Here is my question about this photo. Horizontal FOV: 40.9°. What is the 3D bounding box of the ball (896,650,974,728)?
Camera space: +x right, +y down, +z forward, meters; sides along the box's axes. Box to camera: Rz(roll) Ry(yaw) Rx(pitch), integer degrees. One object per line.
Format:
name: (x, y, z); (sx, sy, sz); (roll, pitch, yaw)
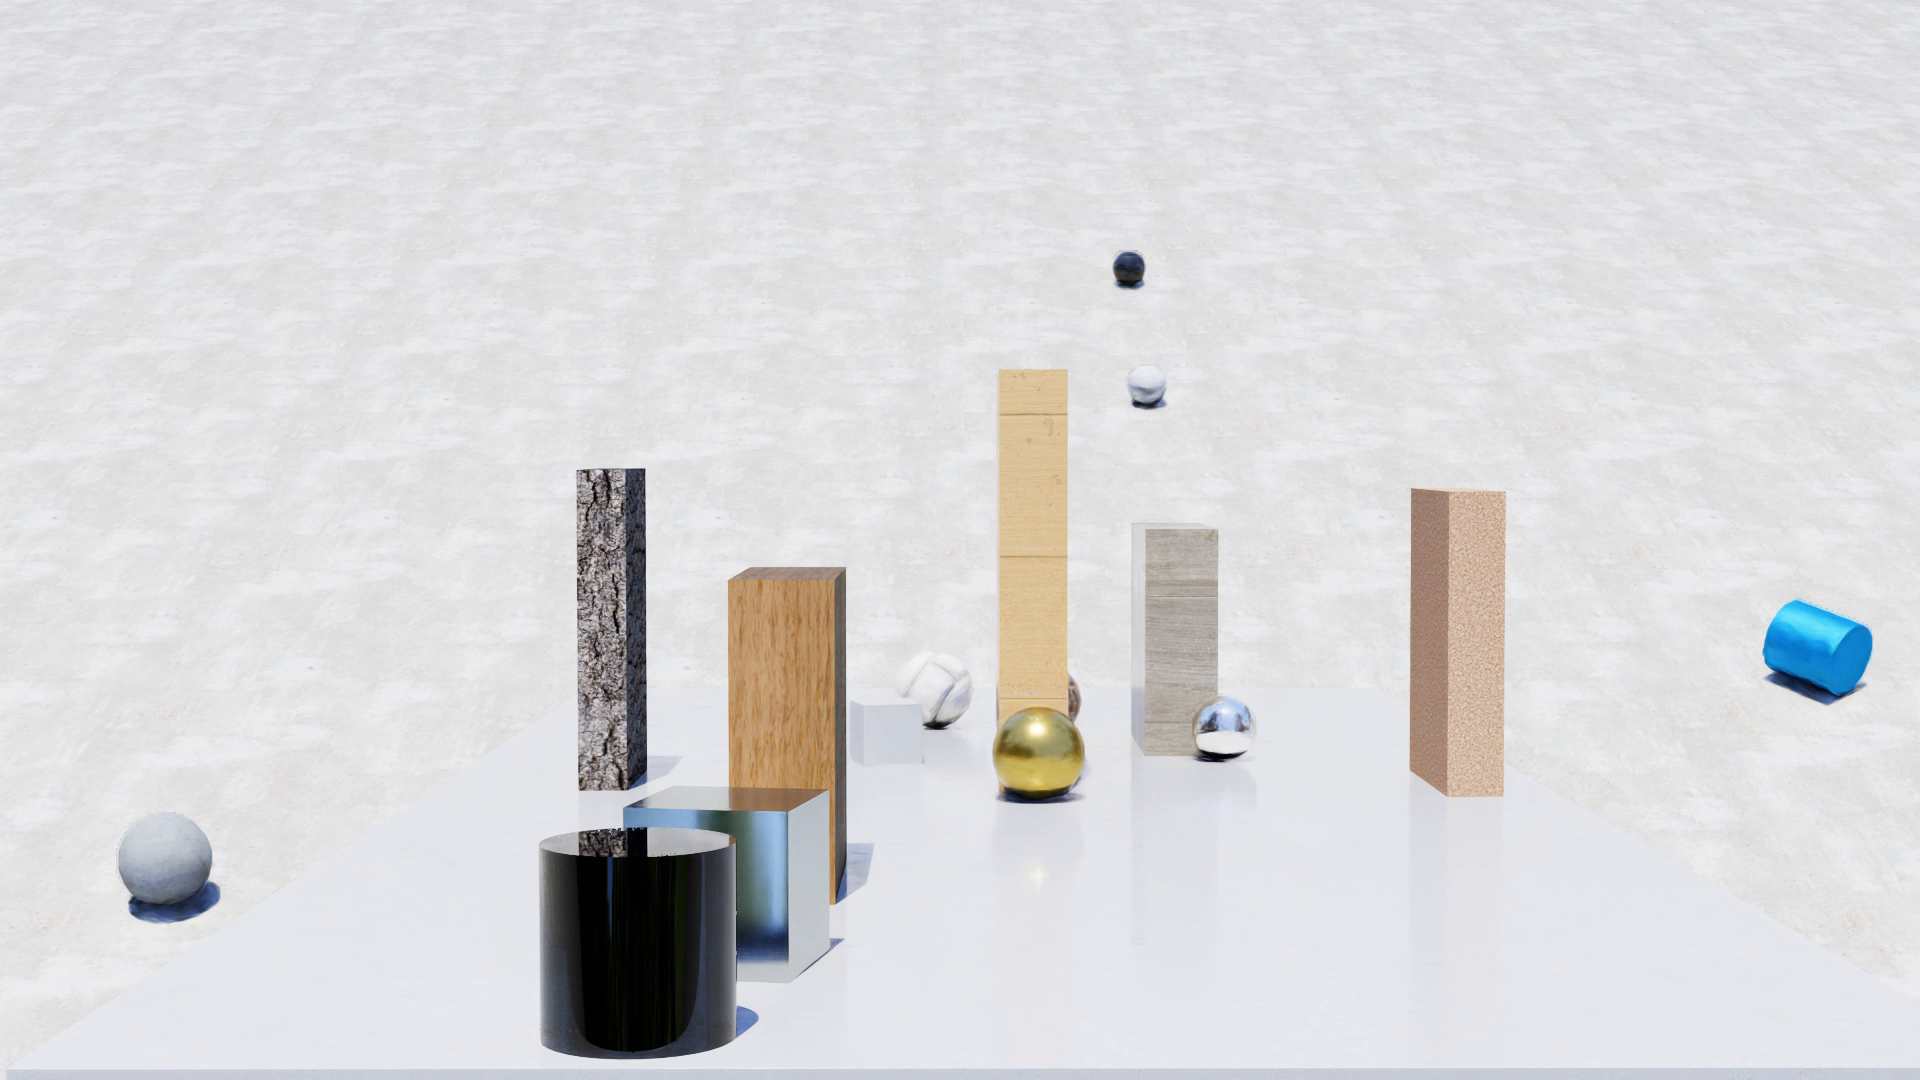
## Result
ball: (-0.054, 0.326, 5.627); (0.167, 0.167, 0.167); (0, 24, 0)

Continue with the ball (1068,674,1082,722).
ball: (0.182, 0.340, 5.453); (0.152, 0.152, 0.152); (0, 24, 0)

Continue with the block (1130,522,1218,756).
block: (0.438, 0.196, 5.296); (0.145, 0.451, 0.406); (0, 2, 0)

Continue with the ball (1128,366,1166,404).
ball: (0.628, -0.520, 8.624); (0.129, 0.129, 0.129); (0, 24, 0)

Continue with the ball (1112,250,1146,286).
ball: (0.642, -1.032, 9.770); (0.129, 0.129, 0.129); (0, 24, 0)

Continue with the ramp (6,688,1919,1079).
ramp: (0.055, 0.499, 4.546); (2.000, 0.100, 4.000); (0, 2, 0)

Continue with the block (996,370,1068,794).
block: (0.129, 0.068, 4.712); (0.121, 0.749, 0.336); (0, 2, 0)

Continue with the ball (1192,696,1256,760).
ball: (0.516, 0.368, 5.036); (0.126, 0.126, 0.126); (0, 24, 0)

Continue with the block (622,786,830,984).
block: (-0.274, 0.405, 3.057); (0.197, 0.197, 0.197); (0, 2, 11)

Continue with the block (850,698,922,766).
block: (-0.144, 0.373, 5.027); (0.116, 0.116, 0.116); (-1, 2, -15)

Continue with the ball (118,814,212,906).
ball: (-1.776, 0.716, 5.759); (0.203, 0.203, 0.203); (0, 24, 0)

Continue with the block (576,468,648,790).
block: (-0.638, 0.156, 4.735); (0.087, 0.573, 0.302); (0, 2, 0)

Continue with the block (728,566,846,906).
block: (-0.239, 0.264, 3.628); (0.142, 0.436, 0.372); (0, 2, 0)

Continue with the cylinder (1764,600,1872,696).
cylinder: (2.244, 0.282, 6.740); (0.195, 0.195, 0.195); (-19, 30, -36)

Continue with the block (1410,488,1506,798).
block: (0.902, 0.176, 4.687); (0.099, 0.535, 0.379); (0, 2, 0)

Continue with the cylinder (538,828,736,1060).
cylinder: (-0.334, 0.415, 2.678); (0.204, 0.204, 0.204); (0, 2, 0)

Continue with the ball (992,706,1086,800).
ball: (0.136, 0.370, 4.473); (0.163, 0.163, 0.163); (0, 24, 0)
